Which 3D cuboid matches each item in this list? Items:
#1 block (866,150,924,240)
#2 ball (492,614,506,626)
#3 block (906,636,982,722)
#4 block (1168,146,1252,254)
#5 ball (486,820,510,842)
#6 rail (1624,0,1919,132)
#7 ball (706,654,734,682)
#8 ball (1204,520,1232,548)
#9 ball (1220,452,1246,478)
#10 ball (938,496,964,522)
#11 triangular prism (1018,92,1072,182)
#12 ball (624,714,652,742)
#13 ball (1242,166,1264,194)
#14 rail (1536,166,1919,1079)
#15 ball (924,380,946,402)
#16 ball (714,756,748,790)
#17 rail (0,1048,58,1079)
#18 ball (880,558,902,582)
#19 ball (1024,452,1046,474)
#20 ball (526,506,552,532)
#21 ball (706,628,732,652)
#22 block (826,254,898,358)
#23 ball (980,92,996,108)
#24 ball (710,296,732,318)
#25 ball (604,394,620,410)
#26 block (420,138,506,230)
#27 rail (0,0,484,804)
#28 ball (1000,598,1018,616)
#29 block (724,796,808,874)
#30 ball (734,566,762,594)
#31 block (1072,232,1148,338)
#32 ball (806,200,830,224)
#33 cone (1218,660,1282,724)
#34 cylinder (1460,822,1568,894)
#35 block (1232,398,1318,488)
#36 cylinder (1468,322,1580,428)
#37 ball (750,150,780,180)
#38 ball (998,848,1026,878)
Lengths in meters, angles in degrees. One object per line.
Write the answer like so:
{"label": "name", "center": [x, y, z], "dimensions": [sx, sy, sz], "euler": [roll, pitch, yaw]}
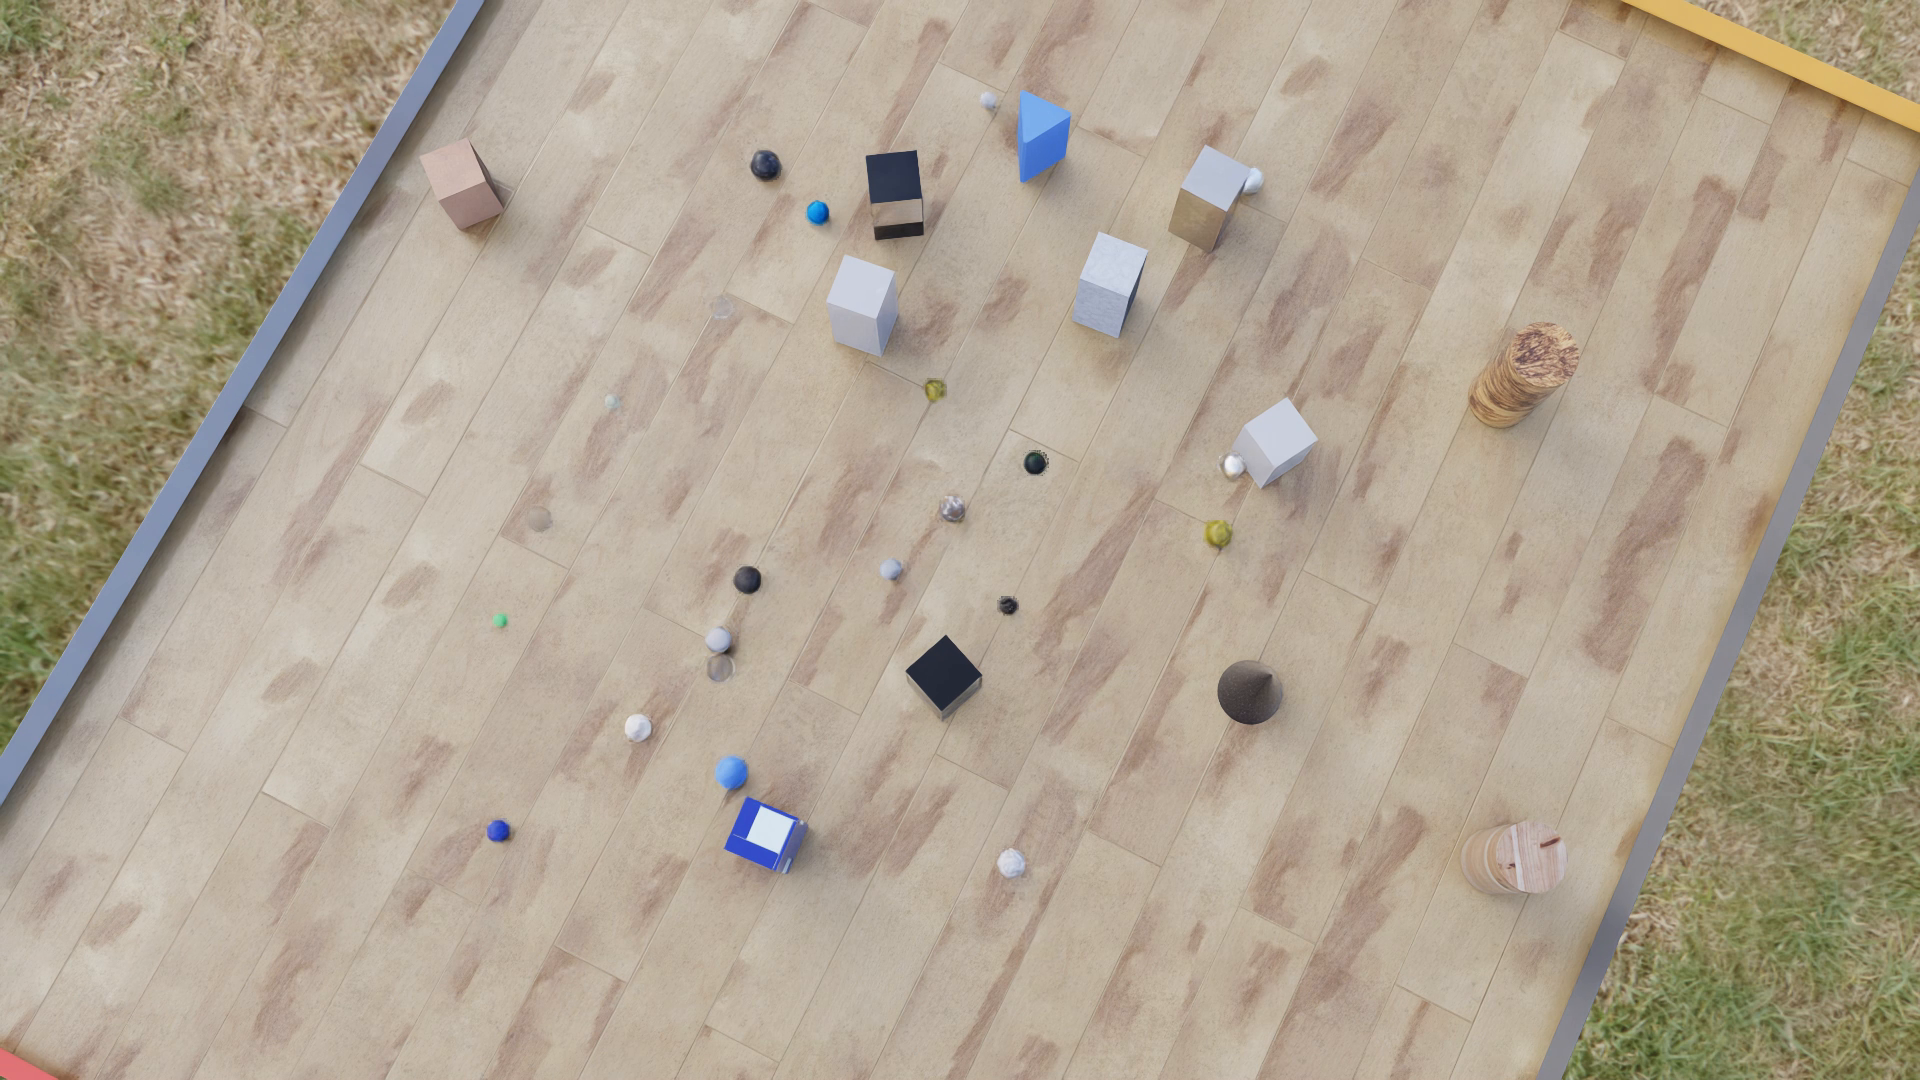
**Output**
{"label": "block", "center": [-0.200, -1.066, 5.682], "dimensions": [0.157, 0.303, 0.157], "euler": [-6, 78, -1]}
{"label": "ball", "center": [-1.392, 0.242, 5.545], "dimensions": [0.042, 0.042, 0.042], "euler": [0, 78, 0]}
{"label": "block", "center": [-0.047, 0.409, 5.382], "dimensions": [0.157, 0.293, 0.157], "euler": [-41, 81, -8]}
{"label": "block", "center": [0.765, -1.046, 5.651], "dimensions": [0.157, 0.356, 0.157], "euler": [29, 80, 6]}
{"label": "ball", "center": [-1.363, 0.858, 5.405], "dimensions": [0.066, 0.066, 0.066], "euler": [0, 78, 0]}
{"label": "rail", "center": [1.151, -2.248, 6.016], "dimensions": [4.433, 0.127, 0.045], "euler": [26, 80, 5]}
{"label": "ball", "center": [-0.718, 0.385, 5.494], "dimensions": [0.084, 0.084, 0.084], "euler": [0, 78, 0]}
{"label": "ball", "center": [0.787, -0.019, 5.577], "dimensions": [0.085, 0.085, 0.085], "euler": [0, 78, 0]}
{"label": "ball", "center": [0.836, -0.230, 5.622], "dimensions": [0.077, 0.077, 0.077], "euler": [0, 78, 0]}
{"label": "ball", "center": [-0.027, -0.096, 5.596], "dimensions": [0.080, 0.080, 0.080], "euler": [0, 78, 0]}
{"label": "triangular prism", "center": [0.228, -1.278, 5.724], "dimensions": [0.169, 0.308, 0.147], "euler": [-33, 80, -6]}
{"label": "ball", "center": [-0.959, 0.560, 5.460], "dimensions": [0.080, 0.080, 0.080], "euler": [0, 78, 0]}
{"label": "ball", "center": [0.916, -1.141, 5.807], "dimensions": [0.090, 0.090, 0.090], "euler": [0, 78, 0]}
{"label": "rail", "center": [1.961, 0.967, 5.350], "dimensions": [0.045, 0.127, 5.197], "euler": [26, 80, 5]}
{"label": "ball", "center": [-0.077, -0.463, 5.678], "dimensions": [0.067, 0.067, 0.067], "euler": [0, 78, 0]}
{"label": "ball", "center": [-0.678, 0.690, 5.425], "dimensions": [0.096, 0.096, 0.096], "euler": [0, 78, 0]}
{"label": "rail", "center": [-1.151, 2.262, 5.082], "dimensions": [4.433, 0.127, 0.045], "euler": [26, 80, 5]}
{"label": "ball", "center": [-0.210, 0.090, 5.563], "dimensions": [0.069, 0.069, 0.069], "euler": [0, 78, 0]}
{"label": "ball", "center": [0.230, -0.235, 5.629], "dimensions": [0.070, 0.070, 0.070], "euler": [0, 78, 0]}
{"label": "ball", "center": [-1.282, -0.063, 5.590], "dimensions": [0.077, 0.077, 0.077], "euler": [0, 78, 0]}
{"label": "ball", "center": [-0.726, 0.301, 5.512], "dimensions": [0.078, 0.078, 0.078], "euler": [0, 78, 0]}
{"label": "block", "center": [-0.293, -0.707, 5.572], "dimensions": [0.157, 0.374, 0.157], "euler": [19, 79, 4]}
{"label": "ball", "center": [0.091, -1.410, 5.882], "dimensions": [0.053, 0.053, 0.053], "euler": [0, 78, 0]}
{"label": "ball", "center": [-0.746, -0.727, 5.731], "dimensions": [0.071, 0.071, 0.071], "euler": [0, 78, 0]}
{"label": "ball", "center": [-1.078, -0.428, 5.680], "dimensions": [0.049, 0.049, 0.049], "euler": [0, 78, 0]}
{"label": "block", "center": [-1.551, -1.110, 5.722], "dimensions": [0.157, 0.244, 0.157], "euler": [-24, 79, -5]}
{"label": "rail", "center": [-1.961, -0.954, 5.748], "dimensions": [0.045, 0.127, 5.197], "euler": [26, 80, 5]}
{"label": "ball", "center": [0.146, 0.201, 5.547], "dimensions": [0.054, 0.054, 0.054], "euler": [0, 78, 0]}
{"label": "block", "center": [-0.551, 0.850, 5.254], "dimensions": [0.157, 0.366, 0.157], "euler": [22, 79, 4]}
{"label": "ball", "center": [-0.643, 0.121, 5.548], "dimensions": [0.086, 0.086, 0.086], "euler": [0, 78, 0]}
{"label": "block", "center": [0.453, -0.772, 5.578], "dimensions": [0.157, 0.388, 0.157], "euler": [22, 79, 4]}
{"label": "ball", "center": [-0.449, -1.035, 5.794], "dimensions": [0.072, 0.072, 0.072], "euler": [0, 78, 0]}
{"label": "cone", "center": [0.873, 0.418, 5.324], "dimensions": [0.196, 0.403, 0.196], "euler": [0, 78, 0]}
{"label": "cylinder", "center": [1.577, 0.912, 5.235], "dimensions": [0.196, 0.378, 0.196], "euler": [0, 78, 0]}
{"label": "block", "center": [0.948, -0.290, 5.540], "dimensions": [0.157, 0.267, 0.157], "euler": [-33, 80, -6]}
{"label": "cylinder", "center": [1.680, -0.487, 5.485], "dimensions": [0.196, 0.455, 0.196], "euler": [0, 78, 0]}
{"label": "ball", "center": [-0.619, -1.190, 5.813], "dimensions": [0.098, 0.098, 0.098], "euler": [0, 78, 0]}
{"label": "ball", "center": [0.152, 0.949, 5.377], "dimensions": [0.084, 0.084, 0.084], "euler": [0, 78, 0]}
